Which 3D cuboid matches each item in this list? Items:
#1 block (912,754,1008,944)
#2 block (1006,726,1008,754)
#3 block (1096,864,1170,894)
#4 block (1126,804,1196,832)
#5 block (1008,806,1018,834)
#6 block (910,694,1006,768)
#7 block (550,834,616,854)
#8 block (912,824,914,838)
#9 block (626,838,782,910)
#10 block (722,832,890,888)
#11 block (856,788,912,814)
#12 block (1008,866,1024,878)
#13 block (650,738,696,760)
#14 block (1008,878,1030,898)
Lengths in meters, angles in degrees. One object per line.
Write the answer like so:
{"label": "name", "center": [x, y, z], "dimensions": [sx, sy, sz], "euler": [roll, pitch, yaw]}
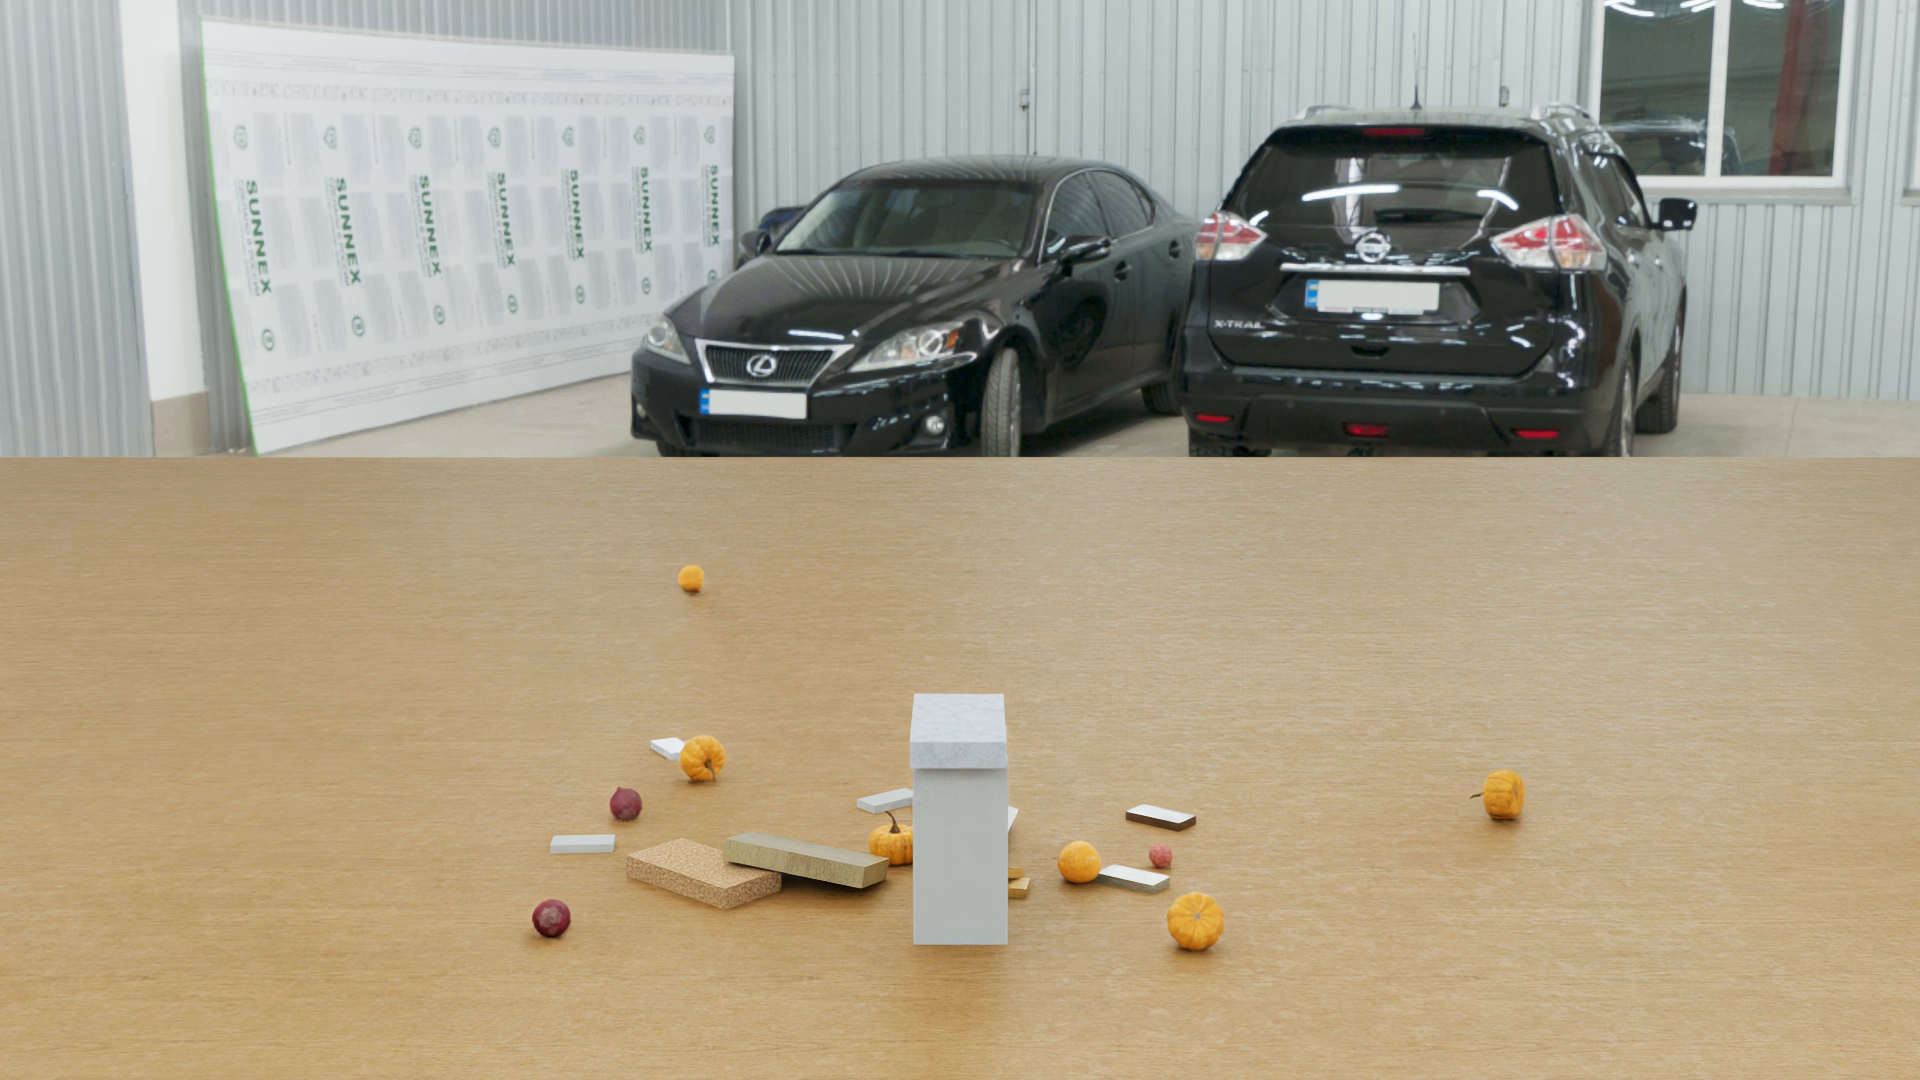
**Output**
{"label": "block", "center": [0.001, 0.484, 3.433], "dimensions": [0.147, 0.294, 0.042], "euler": [0, 9, 0]}
{"label": "block", "center": [0.002, 0.450, 3.616], "dimensions": [0.147, 0.294, 0.042], "euler": [2, 11, 9]}
{"label": "block", "center": [0.292, 0.573, 3.716], "dimensions": [0.111, 0.016, 0.055], "euler": [7, 13, 35]}
{"label": "block", "center": [0.370, 0.511, 4.048], "dimensions": [0.116, 0.016, 0.058], "euler": [8, 13, 37]}
{"label": "block", "center": [0.022, 0.510, 3.901], "dimensions": [0.126, 0.036, 0.252], "euler": [19, 13, 6]}
{"label": "block", "center": [-0.002, 0.301, 3.495], "dimensions": [0.147, 0.042, 0.294], "euler": [0, 10, 0]}
{"label": "block", "center": [-0.668, 0.539, 3.901], "dimensions": [0.109, 0.015, 0.054], "euler": [-1, 11, -3]}
{"label": "block", "center": [-0.048, 0.531, 3.875], "dimensions": [0.058, 0.016, 0.116], "euler": [-3, 17, -10]}
{"label": "block", "center": [-0.435, 0.562, 3.720], "dimensions": [0.252, 0.036, 0.126], "euler": [9, 14, 41]}
{"label": "block", "center": [-0.260, 0.539, 3.715], "dimensions": [0.252, 0.036, 0.126], "euler": [9, 1, 17]}
{"label": "block", "center": [-0.132, 0.492, 4.153], "dimensions": [0.115, 0.015, 0.054], "euler": [-9, 14, -39]}
{"label": "block", "center": [0.048, 0.560, 3.720], "dimensions": [0.111, 0.016, 0.055], "euler": [-1, -5, 37]}
{"label": "block", "center": [-0.587, 0.428, 4.501], "dimensions": [0.054, 0.015, 0.109], "euler": [-6, 12, -30]}
{"label": "block", "center": [0.059, 0.580, 3.681], "dimensions": [0.111, 0.016, 0.055], "euler": [2, 11, 9]}
